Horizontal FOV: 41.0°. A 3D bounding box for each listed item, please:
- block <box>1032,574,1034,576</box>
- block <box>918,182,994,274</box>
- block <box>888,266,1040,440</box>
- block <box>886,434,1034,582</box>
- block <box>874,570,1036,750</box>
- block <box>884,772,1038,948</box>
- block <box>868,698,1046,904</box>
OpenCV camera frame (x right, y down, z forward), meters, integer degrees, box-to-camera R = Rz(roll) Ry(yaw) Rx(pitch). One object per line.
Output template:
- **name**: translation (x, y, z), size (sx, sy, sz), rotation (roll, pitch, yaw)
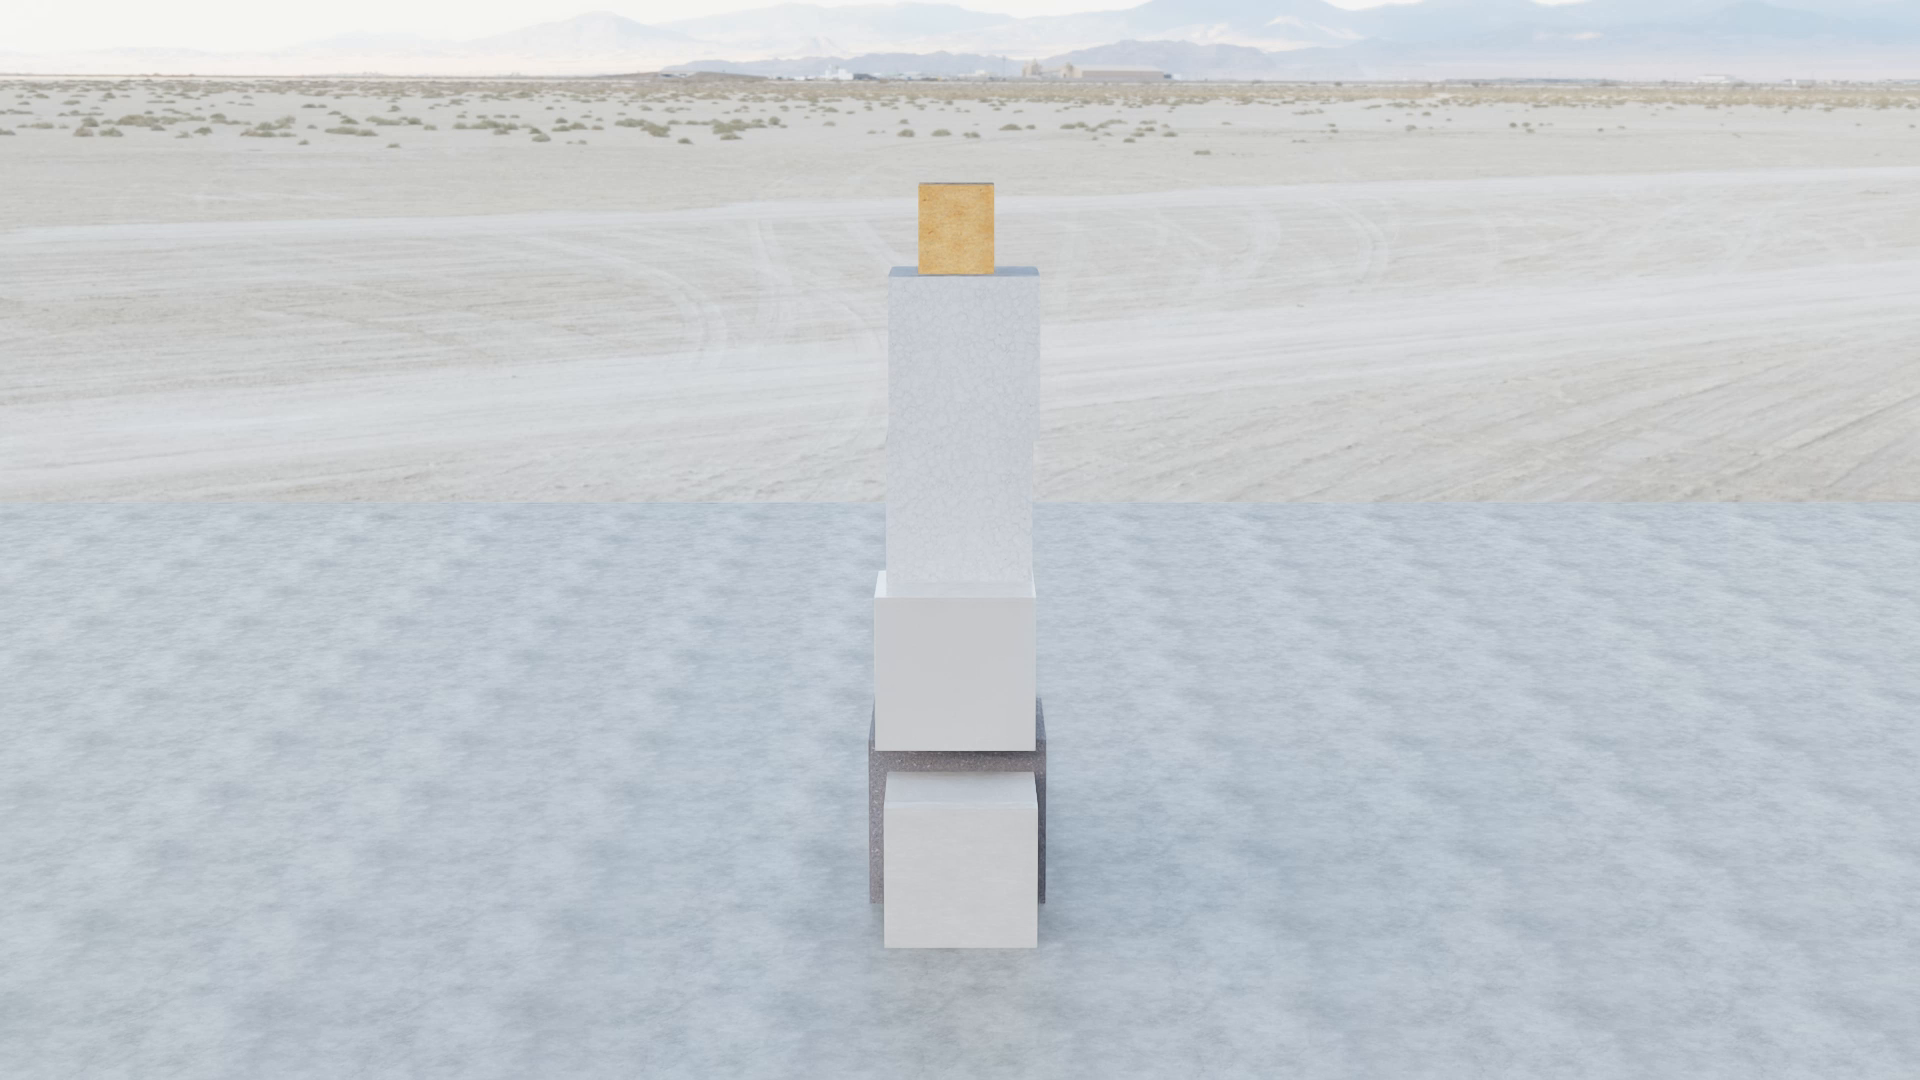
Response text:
- **block**: translation (0.003, 0.423, 11.561), size (0.642, 0.585, 0.688), rotation (0, 10, 0)
- **block**: translation (-0.015, -1.332, 10.950), size (0.319, 0.372, 0.317), rotation (0, 10, 0)
- **block**: translation (0.018, -0.811, 11.040), size (0.636, 0.686, 0.639), rotation (0, 10, 0)
- **block**: translation (-0.003, -0.175, 11.151), size (0.621, 0.605, 0.619), rotation (0, 10, 0)
- **block**: translation (-0.019, 0.505, 10.917), size (0.667, 0.652, 0.582), rotation (0, 10, 0)
- **block**: translation (0.003, 1.321, 10.660), size (0.622, 0.587, 0.556), rotation (0, 10, 0)
- **block**: translation (-0.010, 1.136, 11.296), size (0.754, 0.724, 0.741), rotation (0, 10, 0)
